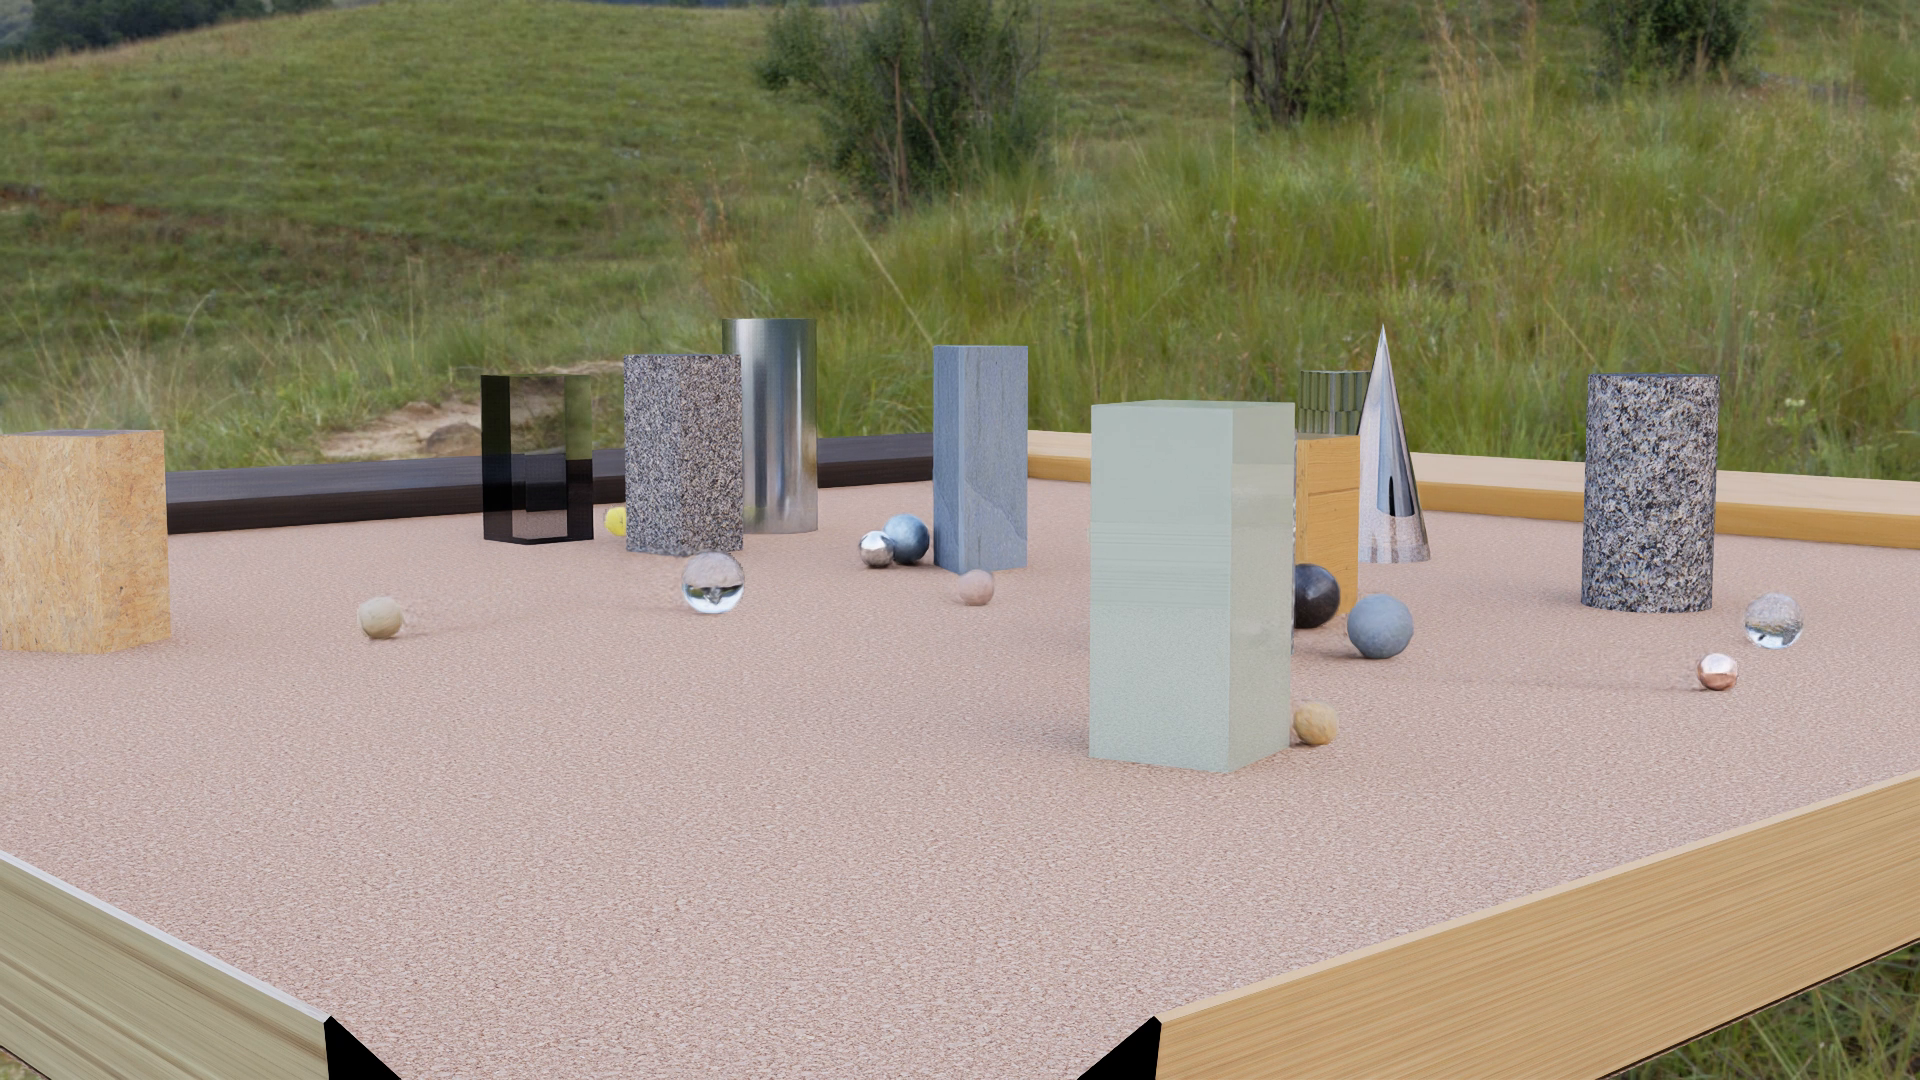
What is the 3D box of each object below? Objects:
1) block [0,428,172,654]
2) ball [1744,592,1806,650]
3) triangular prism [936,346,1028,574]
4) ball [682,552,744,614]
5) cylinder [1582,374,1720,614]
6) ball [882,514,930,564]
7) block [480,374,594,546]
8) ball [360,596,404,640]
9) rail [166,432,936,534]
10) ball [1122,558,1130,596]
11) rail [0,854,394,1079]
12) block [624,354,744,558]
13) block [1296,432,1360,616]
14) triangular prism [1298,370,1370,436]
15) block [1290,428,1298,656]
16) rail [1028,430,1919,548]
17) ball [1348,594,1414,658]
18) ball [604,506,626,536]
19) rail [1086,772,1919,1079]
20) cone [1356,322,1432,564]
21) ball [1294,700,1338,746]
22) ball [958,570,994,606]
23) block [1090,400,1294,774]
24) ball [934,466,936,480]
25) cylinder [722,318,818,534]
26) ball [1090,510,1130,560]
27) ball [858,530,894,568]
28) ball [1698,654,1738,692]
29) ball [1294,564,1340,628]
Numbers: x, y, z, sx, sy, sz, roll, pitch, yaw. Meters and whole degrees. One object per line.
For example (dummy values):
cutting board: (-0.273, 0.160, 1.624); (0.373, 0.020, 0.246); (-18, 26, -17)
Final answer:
block: (-1.159, -0.002, 2.909); (0.150, 0.280, 0.150); (1, 6, 13)
ball: (1.064, 0.105, 2.874); (0.074, 0.074, 0.074); (0, 6, 0)
triangular prism: (0.008, -0.142, 3.760); (0.141, 0.379, 0.163); (6, 8, 44)
ball: (-0.360, 0.062, 3.202); (0.091, 0.091, 0.091); (0, 6, 0)
cylinder: (1.031, -0.074, 3.287); (0.188, 0.344, 0.188); (0, 6, 0)
ball: (-0.095, -0.002, 3.830); (0.086, 0.086, 0.086); (0, 6, 0)
block: (-0.811, -0.158, 4.215); (0.150, 0.316, 0.150); (-6, 8, -44)
ball: (-0.779, 0.105, 2.960); (0.057, 0.057, 0.057); (0, 6, 0)
rail: (-1.192, -0.104, 4.617); (3.598, 0.122, 0.045); (-6, 8, -42)
ball: (0.285, 0.055, 3.279); (0.089, 0.089, 0.089); (0, 6, 0)
rail: (-1.305, 0.158, 2.135); (0.045, 0.122, 3.563); (-6, 8, -42)
block: (-0.505, -0.159, 4.018); (0.150, 0.358, 0.150); (5, 8, 40)
block: (0.479, -0.023, 3.211); (0.150, 0.259, 0.150); (5, 8, 38)
triangular prism: (0.703, -0.160, 4.200); (0.163, 0.323, 0.141); (-6, 8, -43)
block: (0.323, 0.004, 2.808); (0.150, 0.291, 0.150); (5, 8, 42)
rail: (1.305, -0.095, 4.529); (0.045, 0.122, 3.563); (-6, 8, -42)
ball: (0.535, 0.109, 2.796); (0.083, 0.083, 0.083); (0, 6, 0)
ball: (-0.661, -0.035, 4.277); (0.059, 0.059, 0.059); (0, 6, 0)
rail: (1.192, 0.168, 2.048); (3.598, 0.122, 0.045); (-6, 8, -42)
cone: (0.748, -0.177, 3.909); (0.188, 0.418, 0.188); (0, 6, 0)
ball: (0.363, 0.187, 2.243); (0.045, 0.045, 0.045); (0, 6, 0)
ball: (0.025, 0.071, 3.289); (0.055, 0.055, 0.055); (0, 6, 0)
block: (0.232, 0.039, 2.192); (0.150, 0.349, 0.150); (4, 7, 31)
ball: (-0.038, -0.168, 5.528); (0.060, 0.060, 0.060); (0, 6, 0)
cylinder: (-0.379, -0.230, 4.396); (0.188, 0.422, 0.188); (0, 6, 0)
ball: (0.273, -0.009, 3.873); (0.091, 0.091, 0.091); (0, 6, 0)
ball: (-0.144, 0.016, 3.775); (0.063, 0.063, 0.063); (0, 6, 0)
ball: (0.881, 0.154, 2.558); (0.044, 0.044, 0.044); (0, 6, 0)
ball: (0.484, 0.077, 3.062); (0.090, 0.090, 0.090); (0, 6, 0)
